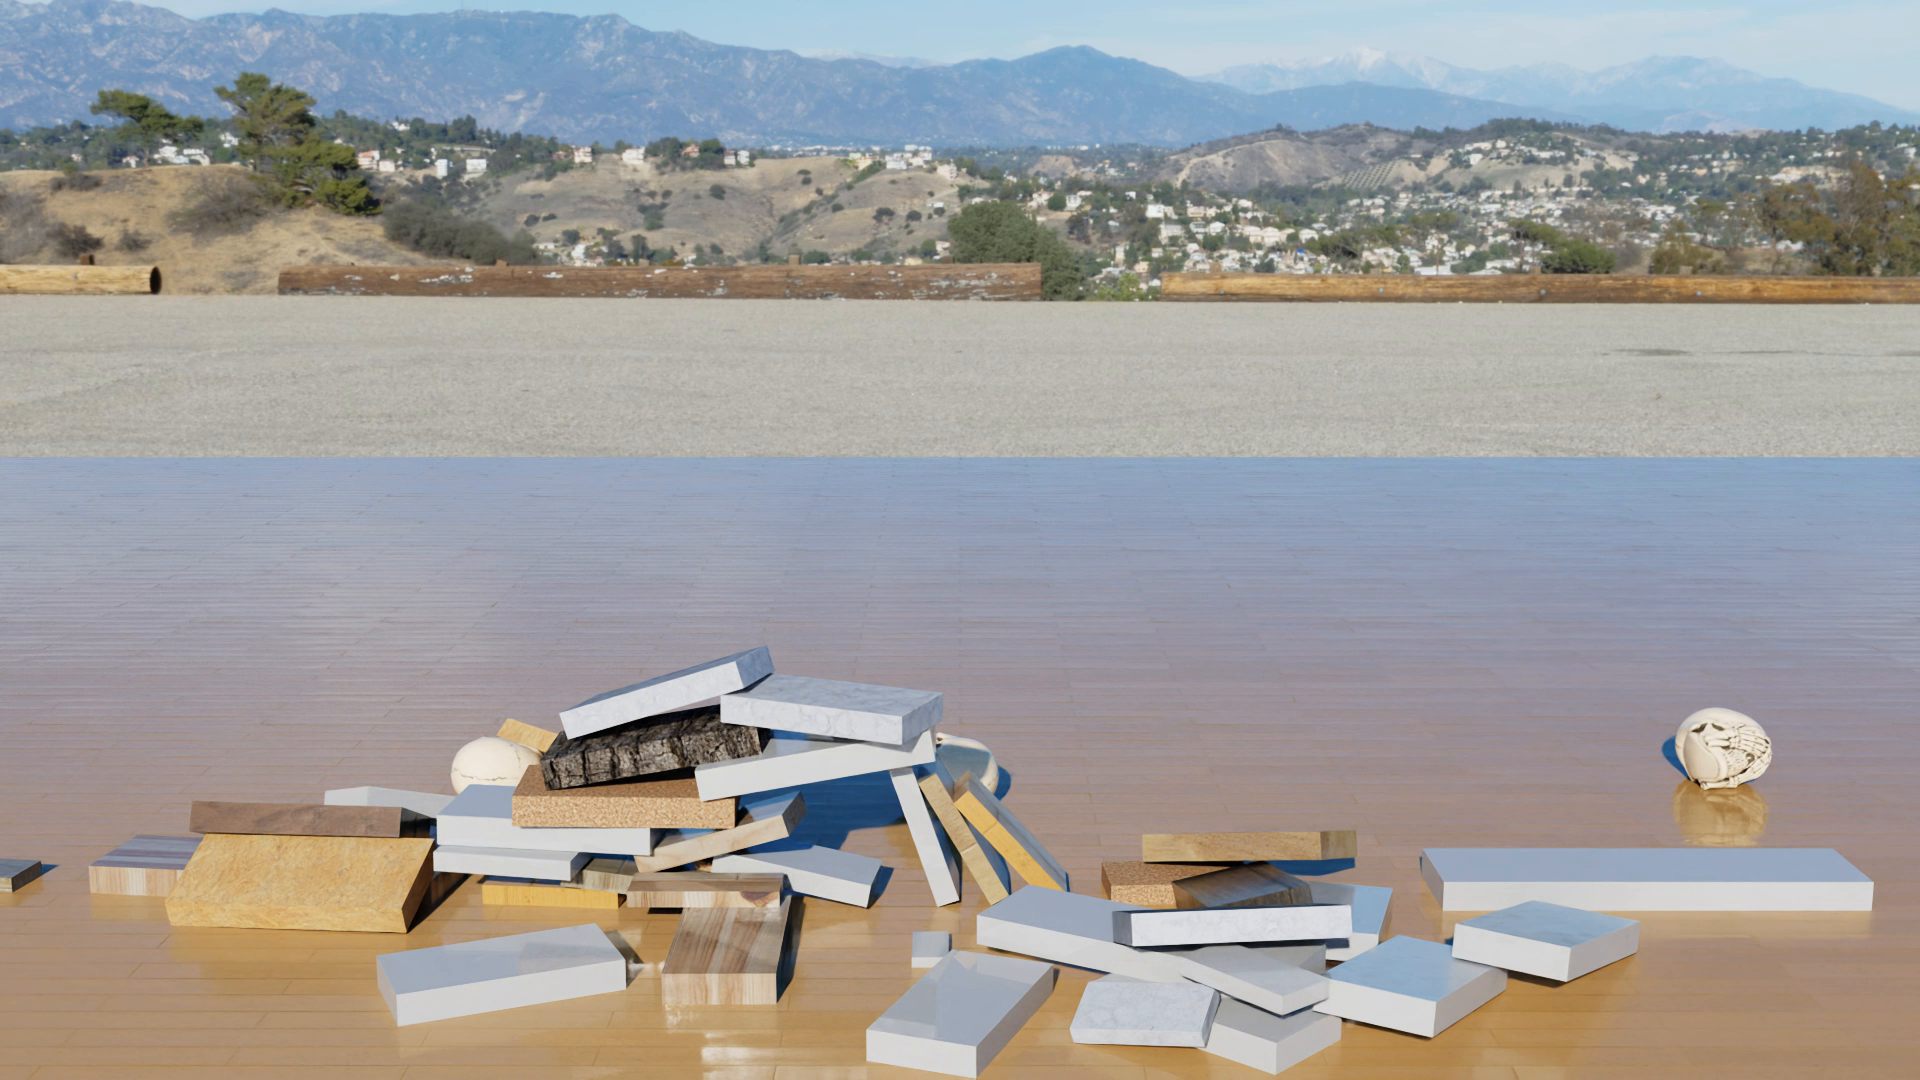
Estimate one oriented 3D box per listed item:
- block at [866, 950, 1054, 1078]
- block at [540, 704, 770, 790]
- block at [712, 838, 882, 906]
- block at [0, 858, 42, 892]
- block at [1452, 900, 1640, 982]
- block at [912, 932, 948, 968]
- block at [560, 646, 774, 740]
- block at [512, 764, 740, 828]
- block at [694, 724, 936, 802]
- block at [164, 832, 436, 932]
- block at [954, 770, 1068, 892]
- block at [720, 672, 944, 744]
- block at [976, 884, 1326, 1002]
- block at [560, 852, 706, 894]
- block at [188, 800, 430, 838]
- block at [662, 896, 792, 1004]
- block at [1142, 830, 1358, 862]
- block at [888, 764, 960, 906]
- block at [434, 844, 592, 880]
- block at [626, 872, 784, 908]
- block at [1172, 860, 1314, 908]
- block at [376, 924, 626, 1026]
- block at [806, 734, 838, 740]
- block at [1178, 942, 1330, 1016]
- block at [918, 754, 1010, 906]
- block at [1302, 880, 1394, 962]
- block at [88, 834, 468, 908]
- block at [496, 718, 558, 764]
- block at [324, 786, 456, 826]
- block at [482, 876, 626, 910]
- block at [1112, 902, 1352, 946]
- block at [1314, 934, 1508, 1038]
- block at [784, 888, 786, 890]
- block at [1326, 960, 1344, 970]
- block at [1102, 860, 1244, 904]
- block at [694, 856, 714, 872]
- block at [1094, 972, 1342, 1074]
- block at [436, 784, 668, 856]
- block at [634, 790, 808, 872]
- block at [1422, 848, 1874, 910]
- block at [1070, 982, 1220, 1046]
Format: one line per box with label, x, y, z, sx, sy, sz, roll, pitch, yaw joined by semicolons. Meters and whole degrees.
block;0.005;0.668;3.123;0.160;0.045;0.320;4;11;21
block;-0.495;0.332;3.611;0.354;0.050;0.177;-10;10;3
block;-0.268;0.540;3.642;0.262;0.037;0.131;12;11;4
block;-1.667;0.566;3.728;0.182;0.026;0.091;2;11;8
block;0.886;0.600;3.310;0.171;0.049;0.343;7;2;33
block;-0.046;0.632;3.398;0.056;0.016;0.112;0;11;0
block;-0.480;0.250;3.620;0.319;0.045;0.159;-17;3;15
block;-0.541;0.419;3.602;0.354;0.050;0.177;1;11;-2
block;-0.230;0.343;3.575;0.379;0.050;0.177;-10;10;2
block;-1.062;0.554;3.563;0.389;0.050;0.175;1;31;6
block;0.083;0.494;3.643;0.034;0.239;0.120;-42;7;8
block;-0.205;0.269;3.530;0.319;0.045;0.159;5;12;23
block;0.279;0.597;3.257;0.494;0.045;0.160;6;12;30
block;-0.534;0.550;3.631;0.228;0.032;0.114;7;11;0
block;-1.089;0.478;3.699;0.350;0.050;0.175;1;-13;3
block;-0.352;0.623;3.363;0.166;0.047;0.333;0;11;0
block;0.485;0.512;3.685;0.319;0.045;0.159;-6;-8;31
block;-0.061;0.462;3.646;0.037;0.262;0.131;-19;10;3
block;-0.727;0.512;3.579;0.228;0.032;0.114;3;11;8
block;-0.405;0.558;3.511;0.240;0.026;0.091;0;11;0
block;0.440;0.560;3.454;0.156;0.044;0.312;-12;0;-5
block;-0.681;0.642;3.262;0.333;0.047;0.167;-5;12;-24
block;-0.195;0.301;3.585;0.056;0.016;0.112;-2;13;37
block;0.404;0.602;3.033;0.095;0.027;0.191;-9;14;-39
block;0.006;0.479;3.651;0.034;0.239;0.120;-29;9;5
block;0.586;0.594;3.437;0.156;0.044;0.312;3;5;15
block;-1.147;0.558;3.712;0.593;0.047;0.166;1;11;7
block;-0.748;0.423;4.213;0.291;0.041;0.145;10;-29;44
block;-0.948;0.472;3.859;0.291;0.041;0.145;14;-18;-43
block;-0.666;0.575;3.661;0.228;0.032;0.114;1;11;6
block;0.386;0.549;3.143;0.312;0.044;0.156;-1;-8;-6
block;0.651;0.635;3.151;0.171;0.049;0.343;7;4;30
block;-0.295;0.567;3.666;0.110;0.016;0.055;2;11;2
block;0.506;0.642;3.313;0.191;0.027;0.095;3;11;18
block;0.363;0.571;3.676;0.239;0.034;0.120;-1;11;-4
block;-0.383;0.541;3.659;0.110;0.016;0.055;11;11;1
block;0.361;0.668;3.124;0.320;0.045;0.160;9;14;42
block;-0.665;0.461;3.635;0.350;0.050;0.175;2;11;5
block;-0.392;0.480;3.610;0.262;0.037;0.131;-16;8;12
block;1.138;0.565;3.669;0.699;0.049;0.171;0;11;0
block;0.257;0.658;3.058;0.191;0.027;0.095;-4;31;25
